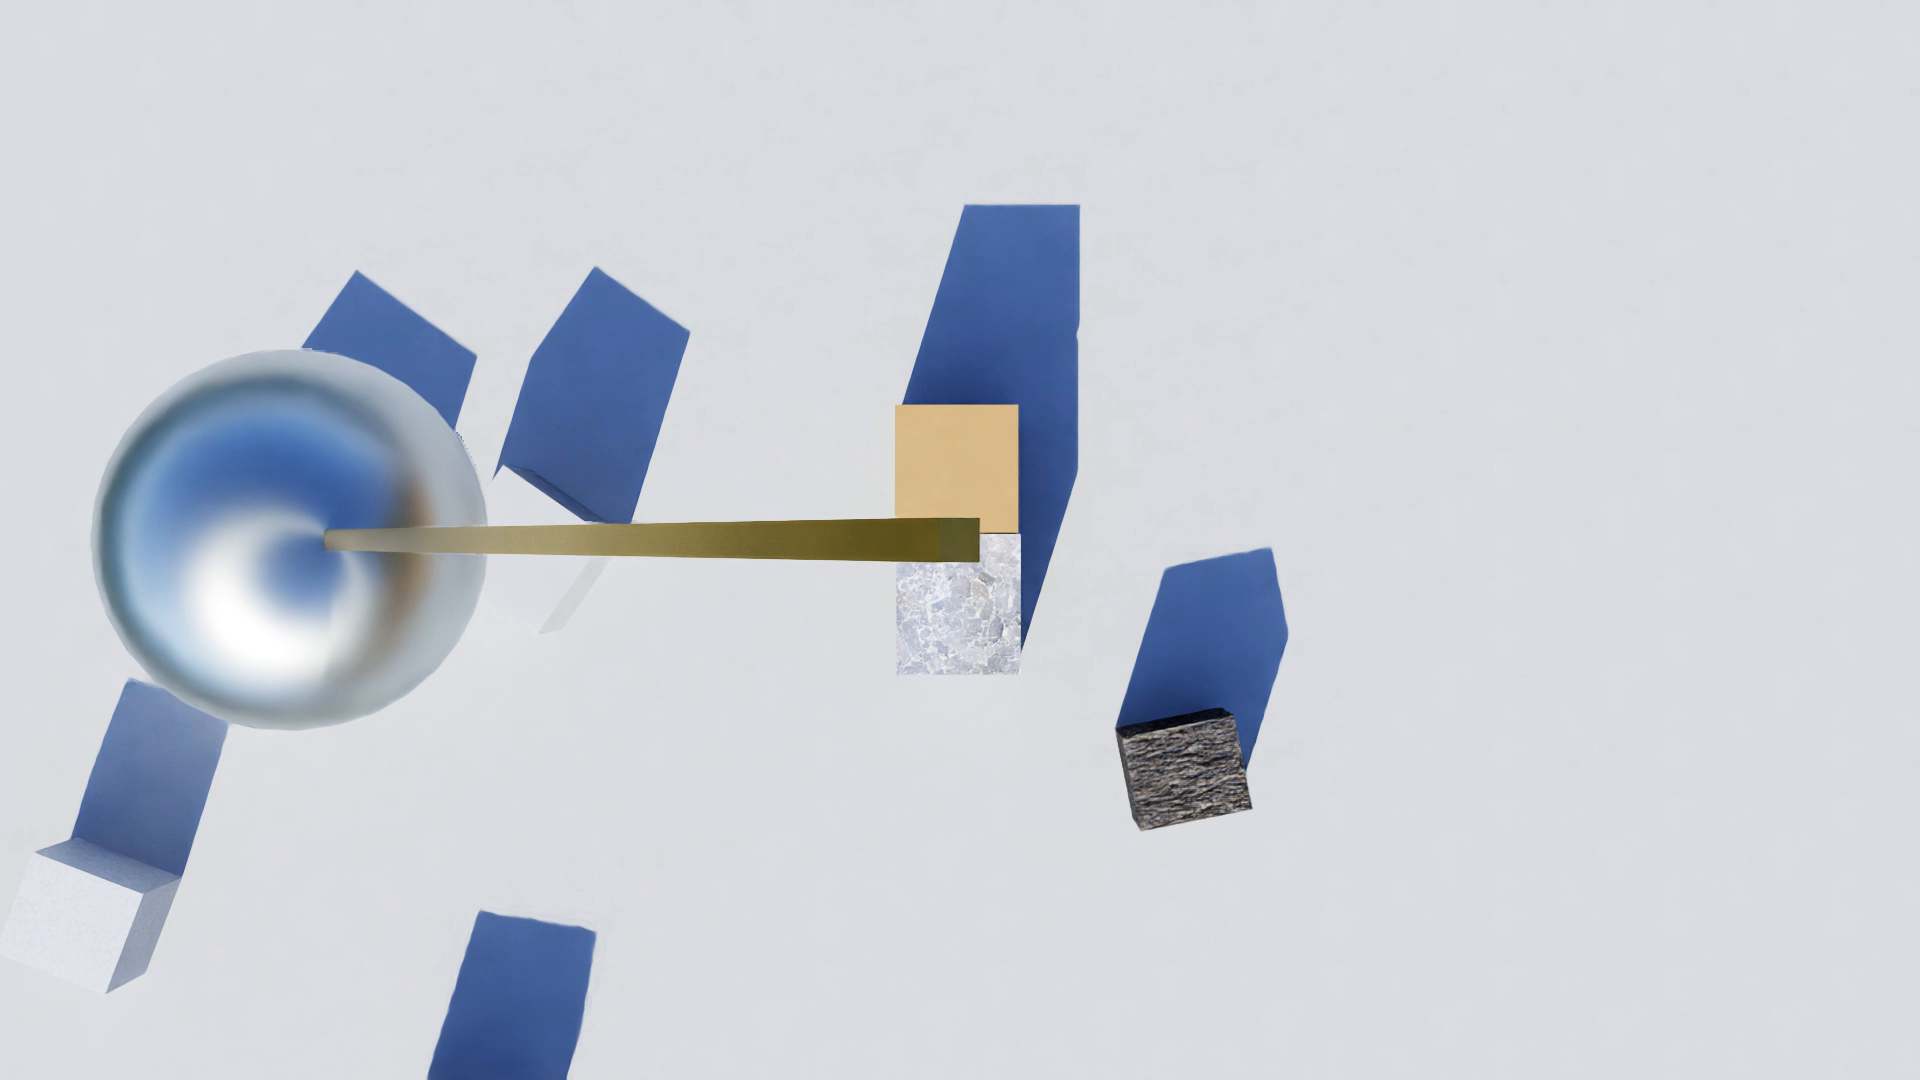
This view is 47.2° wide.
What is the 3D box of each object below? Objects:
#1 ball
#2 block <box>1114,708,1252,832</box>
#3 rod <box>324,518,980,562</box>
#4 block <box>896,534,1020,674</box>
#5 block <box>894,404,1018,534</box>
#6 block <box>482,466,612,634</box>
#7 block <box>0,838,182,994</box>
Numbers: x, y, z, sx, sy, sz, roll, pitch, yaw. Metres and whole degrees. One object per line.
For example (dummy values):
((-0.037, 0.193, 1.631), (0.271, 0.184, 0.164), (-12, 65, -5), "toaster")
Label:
((-2.785, 0.000, 9.207), (1.600, 1.600, 1.600), (0, 90, 0), "ball")
((1.281, 1.314, 12.690), (0.641, 0.619, 0.540), (-11, 90, 0), "block")
((-1.207, 0.000, 6.195), (0.080, 5.200, 0.080), (0, 90, -28), "rod")
((-0.009, 0.359, 12.623), (0.692, 0.754, 0.783), (0, 90, 0), "block")
((-0.019, -0.395, 12.598), (0.683, 0.805, 0.708), (0, 90, 0), "block")
((-2.443, 0.055, 12.607), (0.691, 0.786, 0.667), (35, 90, 0), "block")
((-5.017, 2.159, 12.691), (0.665, 0.619, 0.606), (21, 90, 0), "block")
